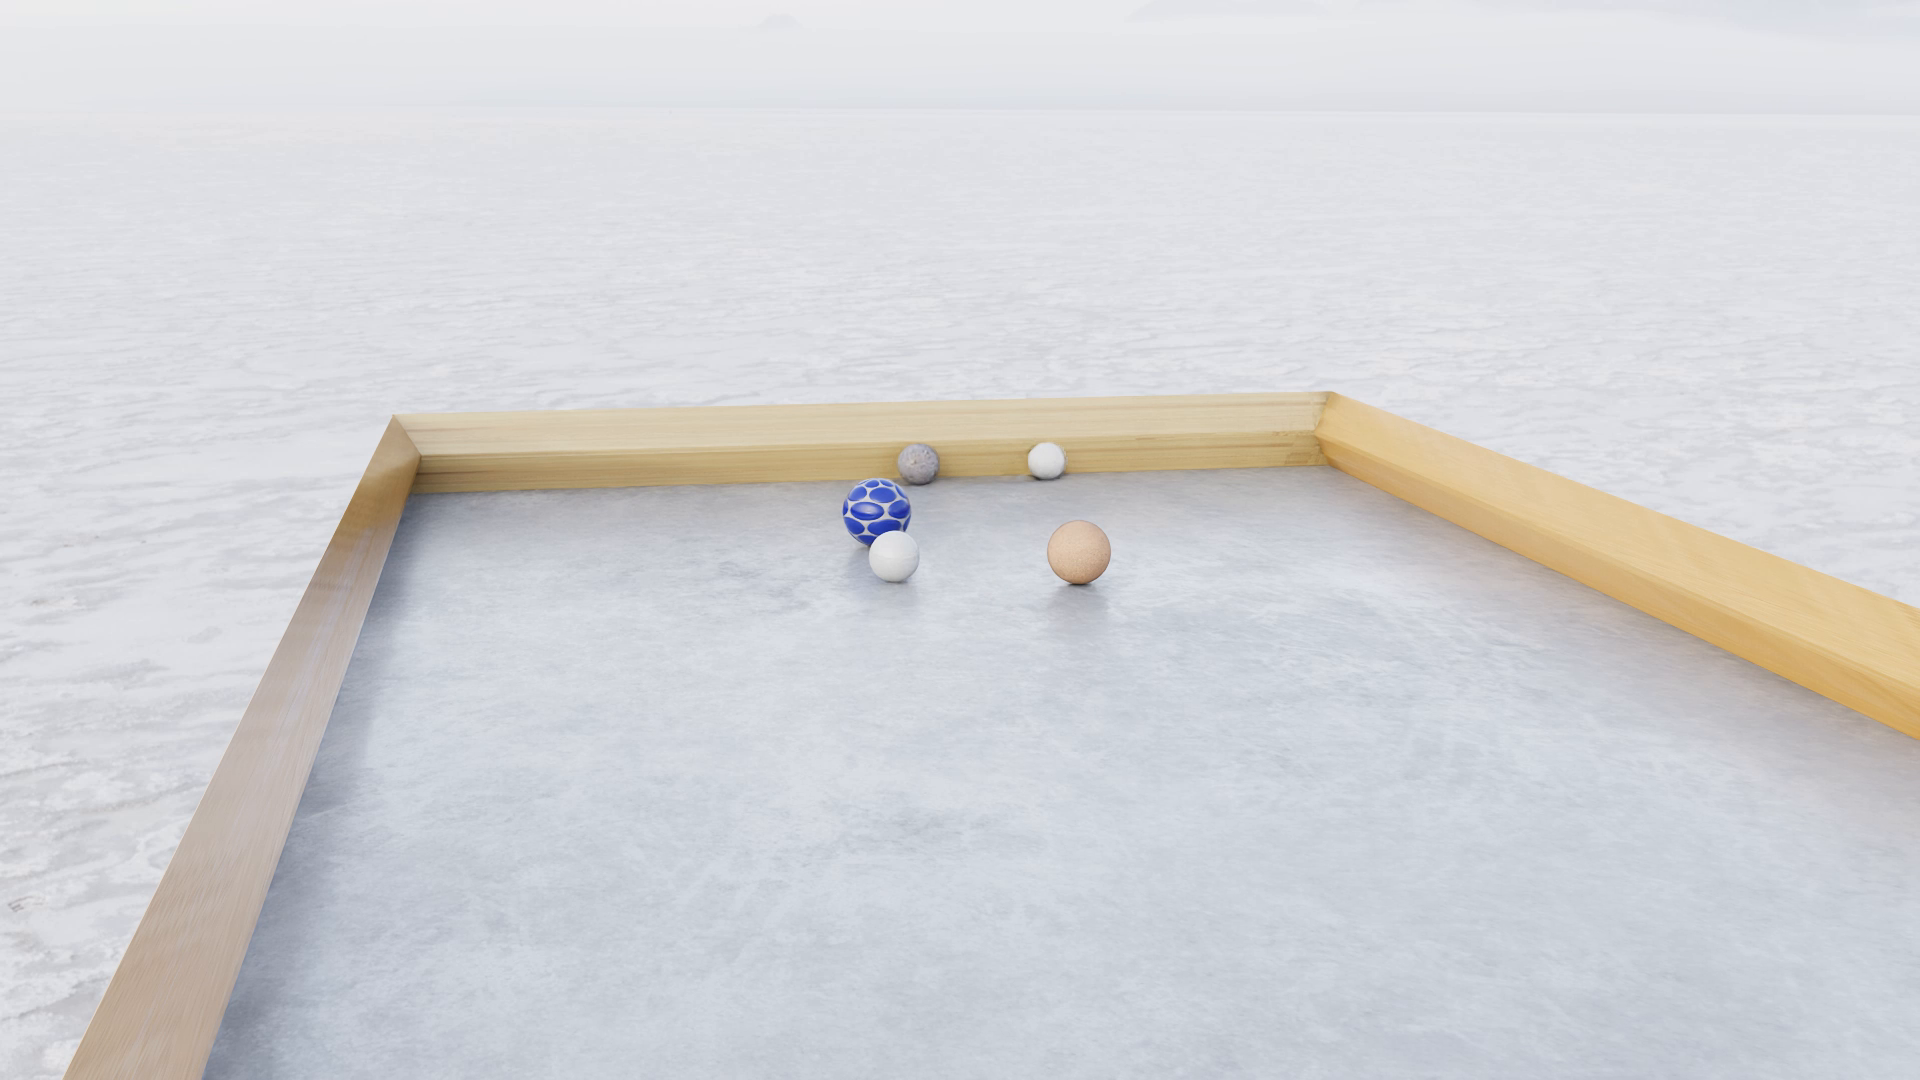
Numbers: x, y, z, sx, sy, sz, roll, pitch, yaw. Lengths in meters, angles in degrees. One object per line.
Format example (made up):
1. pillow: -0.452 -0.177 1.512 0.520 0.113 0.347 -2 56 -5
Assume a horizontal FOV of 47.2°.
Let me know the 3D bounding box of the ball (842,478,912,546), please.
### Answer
1. ball: -0.120 -0.040 3.169 0.100 0.100 0.100 0 11 0

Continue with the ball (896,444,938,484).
1. ball: -0.072 -0.127 3.684 0.069 0.069 0.069 0 11 0

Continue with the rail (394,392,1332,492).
1. rail: -0.131 -0.165 3.713 1.606 0.130 0.045 -2 11 -10

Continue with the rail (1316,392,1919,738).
1. rail: 0.902 0.092 2.427 0.045 0.130 2.999 -2 11 -10

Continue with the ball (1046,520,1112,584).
1. ball: 0.158 0.016 2.925 0.086 0.086 0.086 0 11 0

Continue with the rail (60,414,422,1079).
1. rail: -0.631 0.147 2.151 0.045 0.130 2.999 -2 11 -10

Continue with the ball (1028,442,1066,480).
1. ball: 0.146 -0.133 3.729 0.064 0.064 0.064 0 11 0

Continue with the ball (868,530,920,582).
1. ball: -0.087 0.022 2.938 0.069 0.069 0.069 0 11 0
